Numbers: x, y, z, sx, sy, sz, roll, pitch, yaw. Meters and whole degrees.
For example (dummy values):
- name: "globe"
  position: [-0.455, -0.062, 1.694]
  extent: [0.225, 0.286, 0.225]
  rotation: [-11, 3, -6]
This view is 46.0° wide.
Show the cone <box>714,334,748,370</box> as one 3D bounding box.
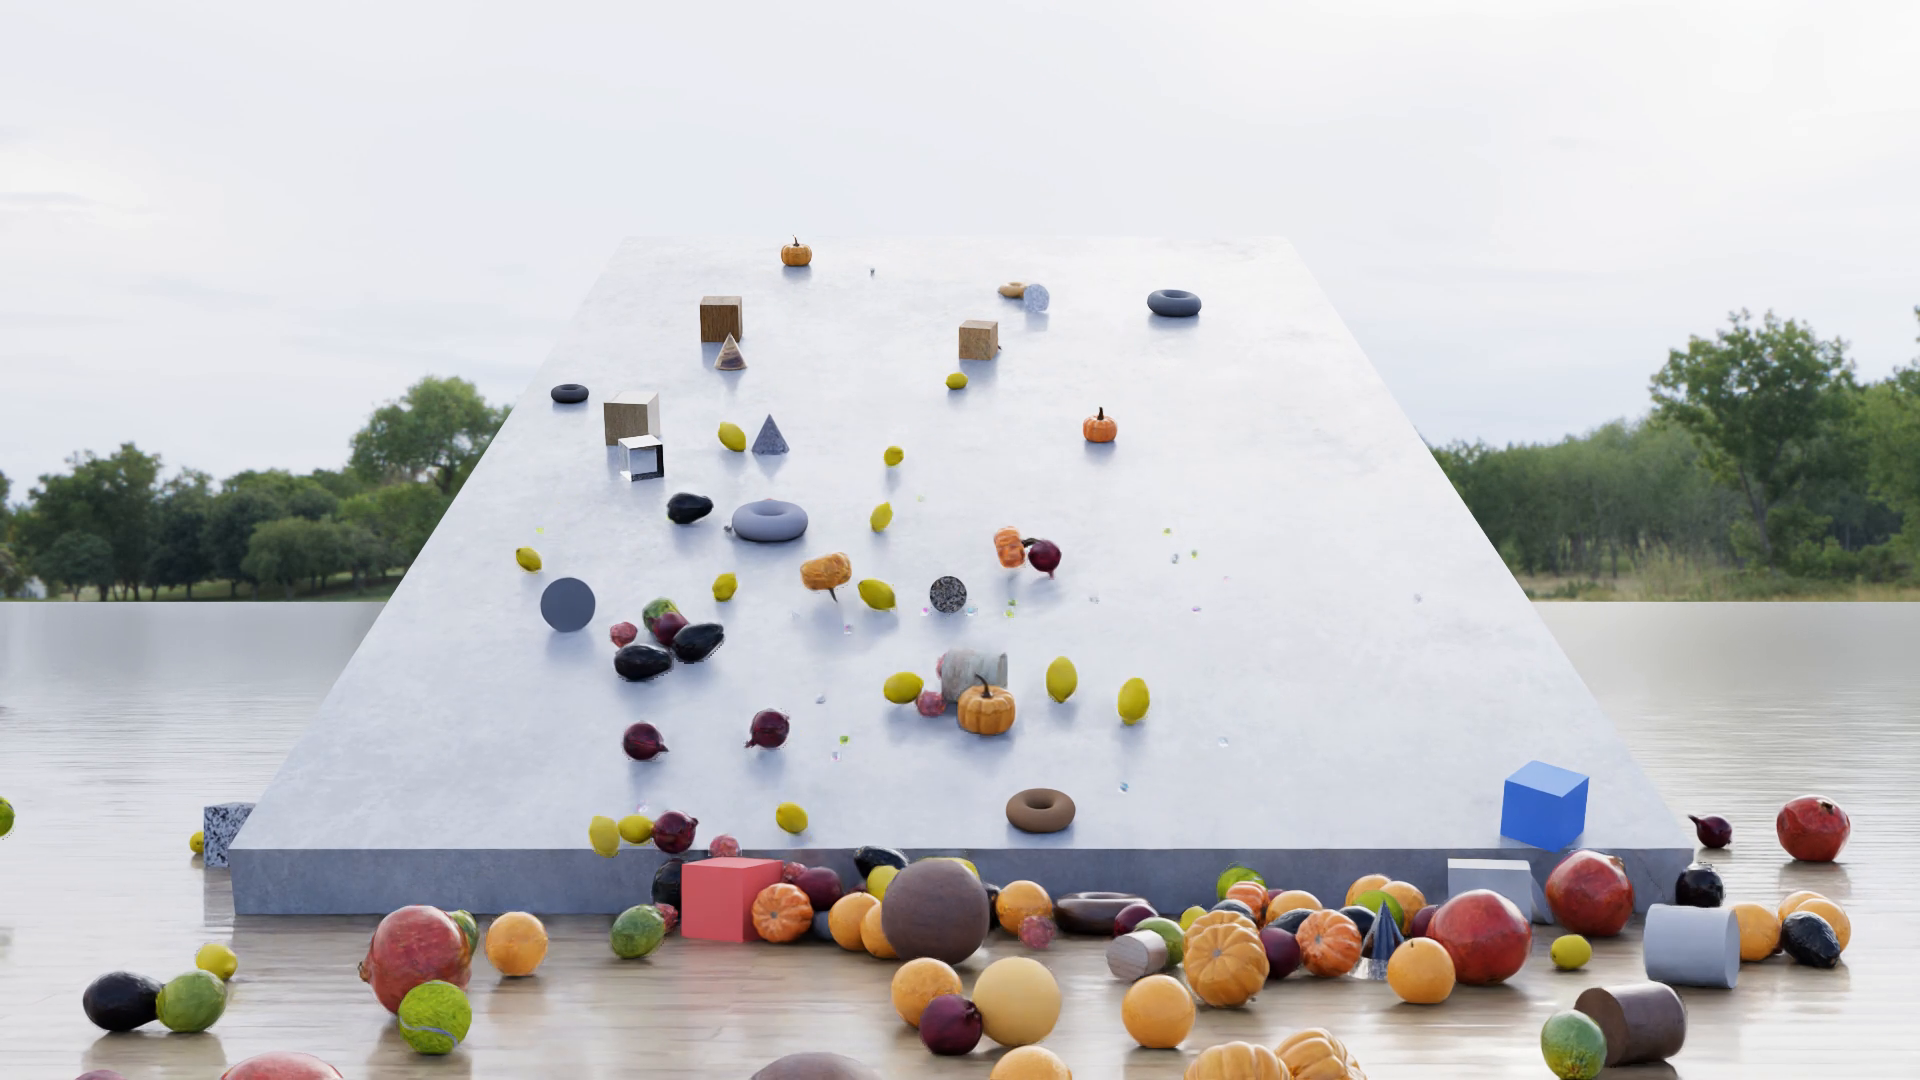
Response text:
- name: "cone"
  position: [-0.550, -0.458, 5.418]
  extent: [0.085, 0.085, 0.085]
  rotation: [0, 20, 0]

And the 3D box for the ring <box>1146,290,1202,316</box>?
- name: "ring"
  position: [0.563, -0.623, 5.941]
  extent: [0.145, 0.048, 0.145]
  rotation: [4, 20, -1]

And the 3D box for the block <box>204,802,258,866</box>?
- name: "block"
  position: [-1.168, 0.481, 3.699]
  extent: [0.096, 0.096, 0.096]
  rotation: [0, -1, 14]

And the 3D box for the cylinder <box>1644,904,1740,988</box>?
- name: "cylinder"
  position: [0.825, 0.457, 2.548]
  extent: [0.087, 0.087, 0.087]
  rotation: [-1, -2, 30]

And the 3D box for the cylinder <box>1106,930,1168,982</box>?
- name: "cylinder"
  position: [0.203, 0.476, 2.592]
  extent: [0.052, 0.052, 0.052]
  rotation: [-1, -2, 31]

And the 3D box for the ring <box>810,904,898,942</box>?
- name: "ring"
  position: [-0.136, 0.491, 2.896]
  extent: [0.114, 0.038, 0.114]
  rotation: [0, 0, 0]

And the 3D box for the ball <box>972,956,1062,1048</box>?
- name: "ball"
  position: [0.055, 0.449, 2.198]
  extent: [0.087, 0.087, 0.087]
  rotation: [0, -1, 0]

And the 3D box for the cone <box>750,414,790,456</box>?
- name: "cone"
  position: [-0.402, -0.230, 4.783]
  extent: [0.083, 0.083, 0.083]
  rotation: [0, 20, 0]

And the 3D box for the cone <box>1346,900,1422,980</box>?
- name: "cone"
  position: [0.492, 0.459, 2.620]
  extent: [0.087, 0.087, 0.087]
  rotation: [0, -1, 0]

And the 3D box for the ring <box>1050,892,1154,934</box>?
- name: "ring"
  position: [0.187, 0.489, 2.964]
  extent: [0.137, 0.046, 0.137]
  rotation: [0, -3, 0]

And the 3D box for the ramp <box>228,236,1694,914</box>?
- name: "ramp"
  position: [-0.005, -0.203, 4.982]
  extent: [2.000, 0.100, 4.000]
  rotation: [0, 20, 0]

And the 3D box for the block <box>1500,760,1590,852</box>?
- name: "block"
  position: [0.805, 0.366, 3.113]
  extent: [0.084, 0.084, 0.084]
  rotation: [16, 25, 37]

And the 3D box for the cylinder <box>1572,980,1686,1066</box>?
- name: "cylinder"
  position: [0.629, 0.454, 2.126]
  extent: [0.073, 0.073, 0.073]
  rotation: [1, -2, -27]

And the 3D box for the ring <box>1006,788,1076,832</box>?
- name: "ring"
  position: [0.113, 0.377, 3.156]
  extent: [0.098, 0.033, 0.098]
  rotation: [-1, 20, 0]

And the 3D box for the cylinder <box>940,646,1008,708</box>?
- name: "cylinder"
  position: [0.023, 0.214, 3.534]
  extent: [0.086, 0.086, 0.086]
  rotation: [5, 0, 15]

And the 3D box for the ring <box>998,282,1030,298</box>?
- name: "ring"
  position: [0.152, -0.678, 6.120]
  extent: [0.094, 0.031, 0.094]
  rotation: [1, 19, 0]

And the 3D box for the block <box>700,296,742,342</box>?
- name: "block"
  position: [-0.599, -0.555, 5.674]
  extent: [0.096, 0.096, 0.096]
  rotation: [0, 20, 0]

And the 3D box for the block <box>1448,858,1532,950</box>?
- name: "block"
  position: [0.667, 0.459, 2.851]
  extent: [0.100, 0.100, 0.100]
  rotation: [0, -1, 12]

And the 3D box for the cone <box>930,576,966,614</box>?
- name: "cone"
  position: [-0.020, 0.098, 3.942]
  extent: [0.065, 0.065, 0.065]
  rotation: [0, -7, 1]

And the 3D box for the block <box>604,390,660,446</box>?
- name: "block"
  position: [-0.703, -0.261, 4.849]
  extent: [0.095, 0.095, 0.095]
  rotation: [3, 20, 7]

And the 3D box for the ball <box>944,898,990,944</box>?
- name: "ball"
  position: [0.010, 0.479, 2.849]
  extent: [0.058, 0.058, 0.058]
  rotation: [0, -1, 0]

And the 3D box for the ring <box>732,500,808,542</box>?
- name: "ring"
  position: [-0.361, -0.036, 4.292]
  extent: [0.146, 0.049, 0.146]
  rotation: [1, 19, 0]

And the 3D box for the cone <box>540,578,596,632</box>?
- name: "cone"
  position: [-0.669, 0.115, 3.873]
  extent: [0.093, 0.093, 0.093]
  rotation: [0, -7, -7]

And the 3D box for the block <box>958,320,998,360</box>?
- name: "block"
  position: [0.045, -0.488, 5.514]
  extent: [0.079, 0.079, 0.079]
  rotation: [5, 20, 14]

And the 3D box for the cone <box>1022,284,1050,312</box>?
- name: "cone"
  position: [0.189, -0.630, 5.980]
  extent: [0.078, 0.078, 0.078]
  rotation: [0, -8, -20]

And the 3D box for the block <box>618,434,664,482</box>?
- name: "block"
  position: [-0.652, -0.167, 4.624]
  extent: [0.071, 0.071, 0.071]
  rotation: [-9, 22, -25]

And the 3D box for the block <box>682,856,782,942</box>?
- name: "block"
  position: [-0.294, 0.463, 2.920]
  extent: [0.094, 0.094, 0.094]
  rotation: [-1, -2, 28]

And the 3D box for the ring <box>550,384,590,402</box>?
- name: "ring"
  position: [-0.890, -0.334, 5.154]
  extent: [0.087, 0.029, 0.087]
  rotation: [1, 19, 0]
